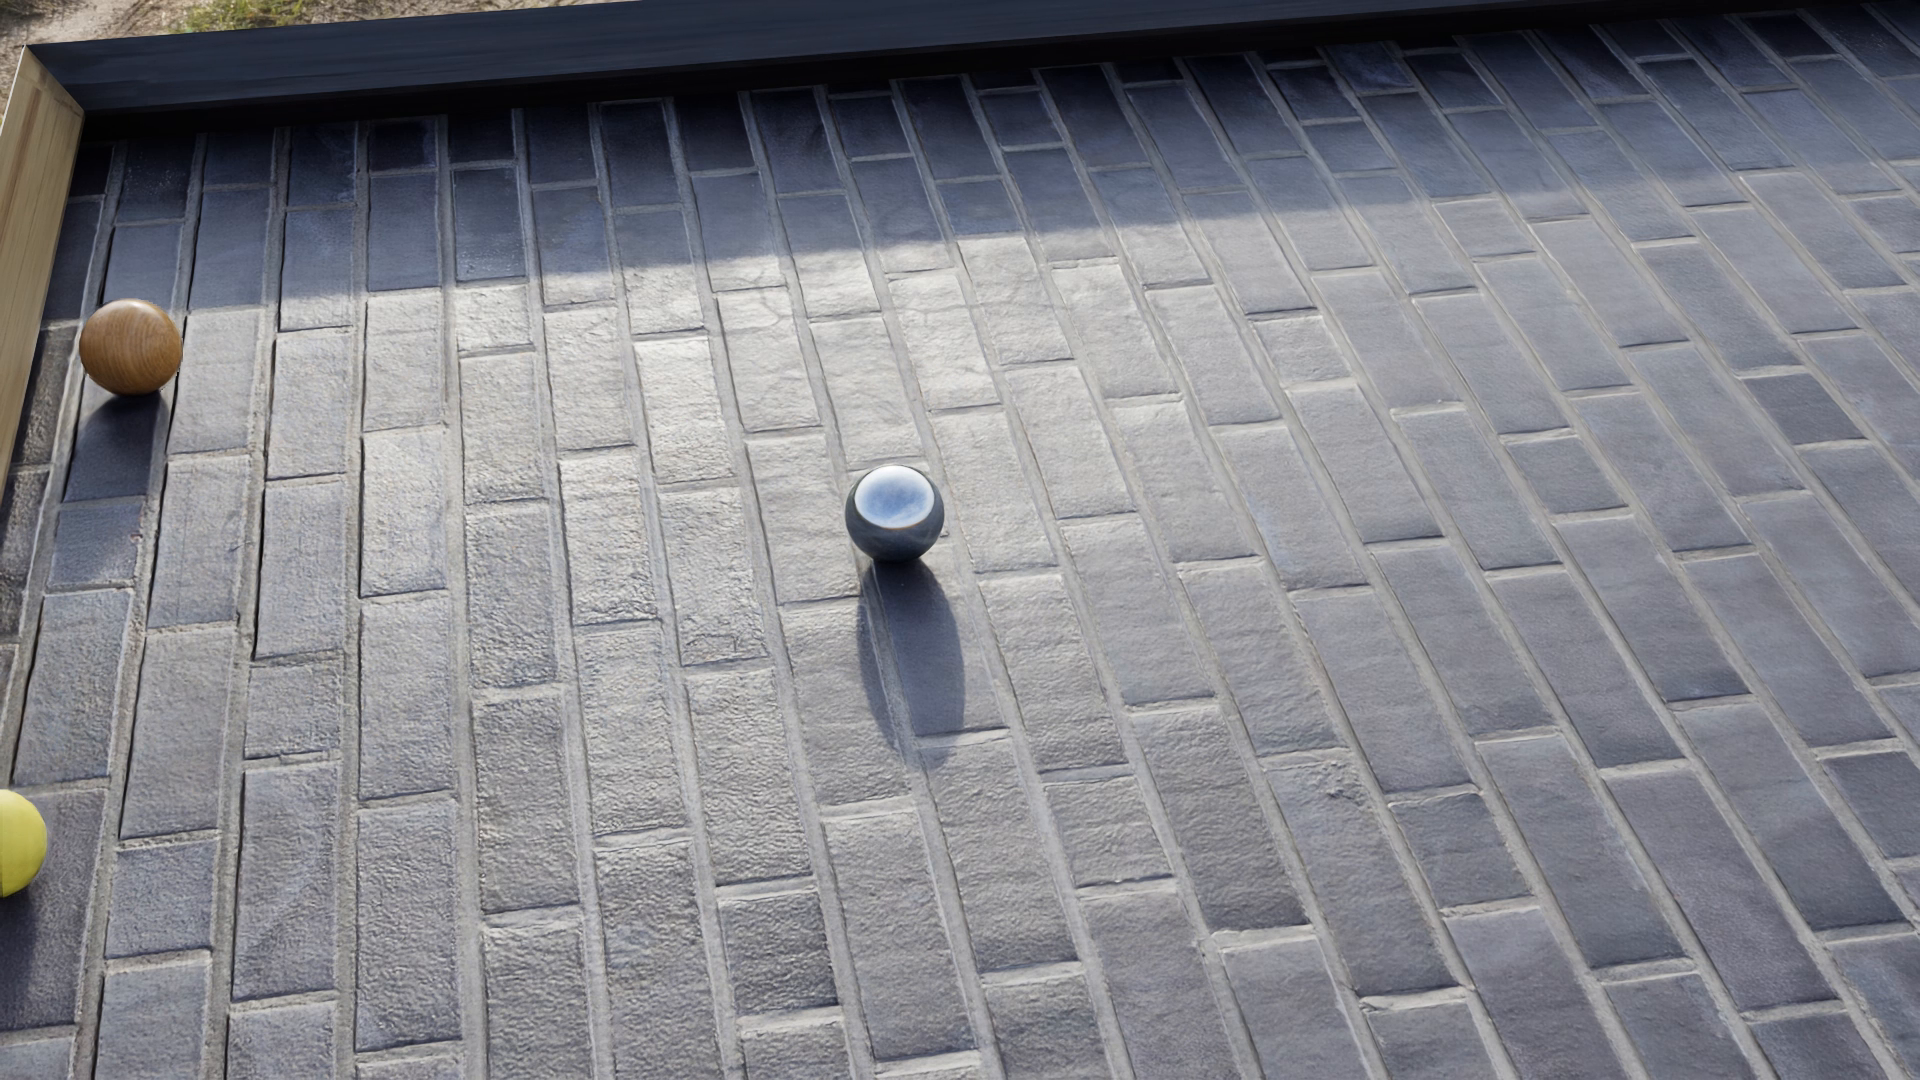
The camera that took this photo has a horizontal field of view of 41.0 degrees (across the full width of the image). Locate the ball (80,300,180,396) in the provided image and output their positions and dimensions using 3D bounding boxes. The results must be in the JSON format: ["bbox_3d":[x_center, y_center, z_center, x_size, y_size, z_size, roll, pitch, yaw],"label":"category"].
[{"bbox_3d":[-0.602,-0.139,1.862,0.070,0.070,0.070,0,36,0],"label":"ball"}]

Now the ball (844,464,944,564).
[{"bbox_3d":[-0.043,-0.017,1.695,0.066,0.066,0.066,0,36,0],"label":"ball"}]

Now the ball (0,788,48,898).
[{"bbox_3d":[-0.544,0.170,1.437,0.063,0.063,0.063,0,36,0],"label":"ball"}]

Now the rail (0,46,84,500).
[{"bbox_3d":[-0.628,0.056,1.571,0.045,0.091,1.519,-6,36,-8],"label":"rail"}]

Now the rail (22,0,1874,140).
[{"bbox_3d":[0.521,-0.500,2.346,2.645,0.091,0.045,-6,36,-8],"label":"rail"}]
